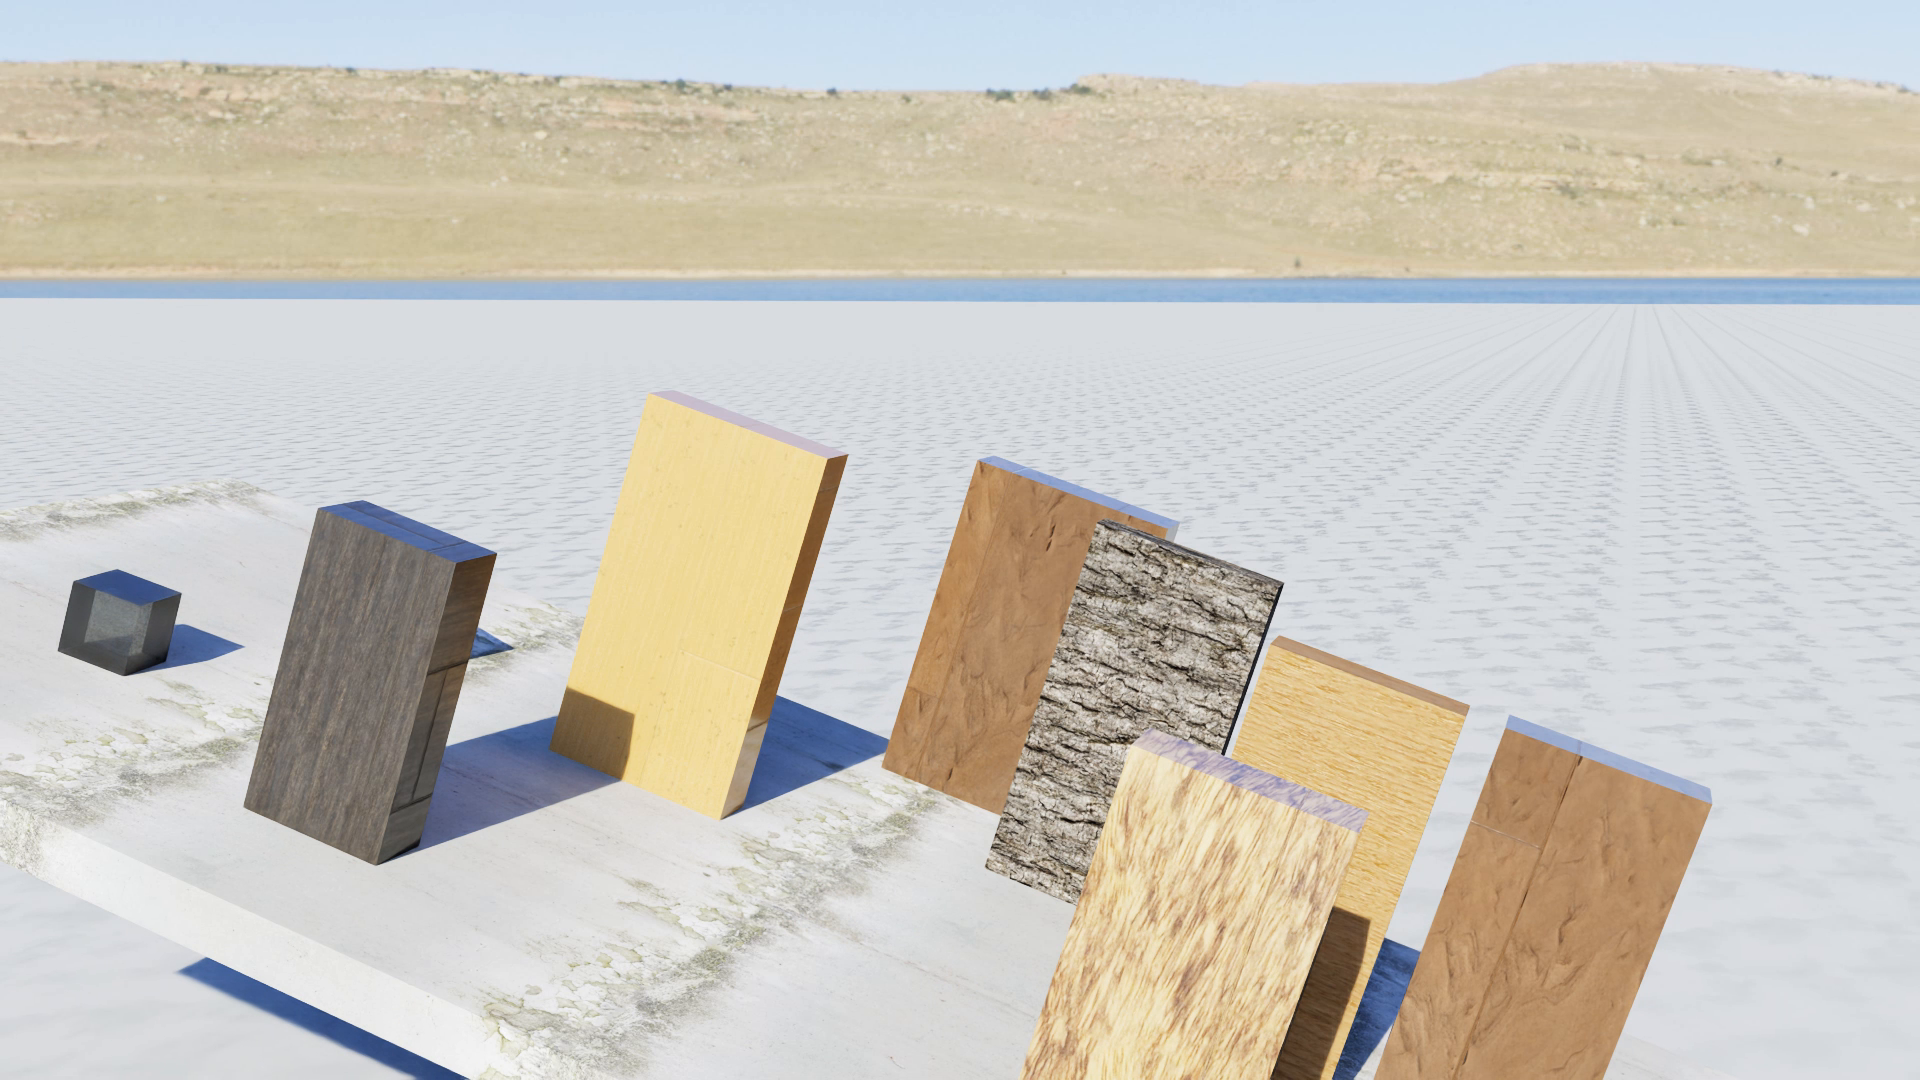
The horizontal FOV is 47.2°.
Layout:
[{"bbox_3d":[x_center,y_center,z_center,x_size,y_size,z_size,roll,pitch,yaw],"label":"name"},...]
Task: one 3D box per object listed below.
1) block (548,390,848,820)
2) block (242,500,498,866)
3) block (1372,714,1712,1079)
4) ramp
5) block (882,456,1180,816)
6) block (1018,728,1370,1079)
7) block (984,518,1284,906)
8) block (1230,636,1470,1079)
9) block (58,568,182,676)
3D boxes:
[{"bbox_3d":[-0.525,0.128,4.382,0.391,0.762,0.120,20,12,14],"label":"block"},{"bbox_3d":[-0.999,0.239,3.722,0.268,0.545,0.136,20,12,14],"label":"block"},{"bbox_3d":[1.000,0.727,3.845,0.357,0.756,0.120,20,12,14],"label":"block"},{"bbox_3d":[-0.357,0.676,4.226,4.000,0.100,2.000,20,12,14],"label":"ramp"},{"bbox_3d":[0.153,0.238,4.910,0.449,0.740,0.132,20,12,14],"label":"block"},{"bbox_3d":[0.308,0.673,3.194,0.337,0.715,0.126,20,12,14],"label":"block"},{"bbox_3d":[0.348,0.382,4.466,0.384,0.766,0.080,20,12,14],"label":"block"},{"bbox_3d":[0.566,0.595,3.734,0.337,0.793,0.099,20,12,14],"label":"block"},{"bbox_3d":[-1.607,0.157,4.208,0.143,0.143,0.143,19,12,9],"label":"block"}]
